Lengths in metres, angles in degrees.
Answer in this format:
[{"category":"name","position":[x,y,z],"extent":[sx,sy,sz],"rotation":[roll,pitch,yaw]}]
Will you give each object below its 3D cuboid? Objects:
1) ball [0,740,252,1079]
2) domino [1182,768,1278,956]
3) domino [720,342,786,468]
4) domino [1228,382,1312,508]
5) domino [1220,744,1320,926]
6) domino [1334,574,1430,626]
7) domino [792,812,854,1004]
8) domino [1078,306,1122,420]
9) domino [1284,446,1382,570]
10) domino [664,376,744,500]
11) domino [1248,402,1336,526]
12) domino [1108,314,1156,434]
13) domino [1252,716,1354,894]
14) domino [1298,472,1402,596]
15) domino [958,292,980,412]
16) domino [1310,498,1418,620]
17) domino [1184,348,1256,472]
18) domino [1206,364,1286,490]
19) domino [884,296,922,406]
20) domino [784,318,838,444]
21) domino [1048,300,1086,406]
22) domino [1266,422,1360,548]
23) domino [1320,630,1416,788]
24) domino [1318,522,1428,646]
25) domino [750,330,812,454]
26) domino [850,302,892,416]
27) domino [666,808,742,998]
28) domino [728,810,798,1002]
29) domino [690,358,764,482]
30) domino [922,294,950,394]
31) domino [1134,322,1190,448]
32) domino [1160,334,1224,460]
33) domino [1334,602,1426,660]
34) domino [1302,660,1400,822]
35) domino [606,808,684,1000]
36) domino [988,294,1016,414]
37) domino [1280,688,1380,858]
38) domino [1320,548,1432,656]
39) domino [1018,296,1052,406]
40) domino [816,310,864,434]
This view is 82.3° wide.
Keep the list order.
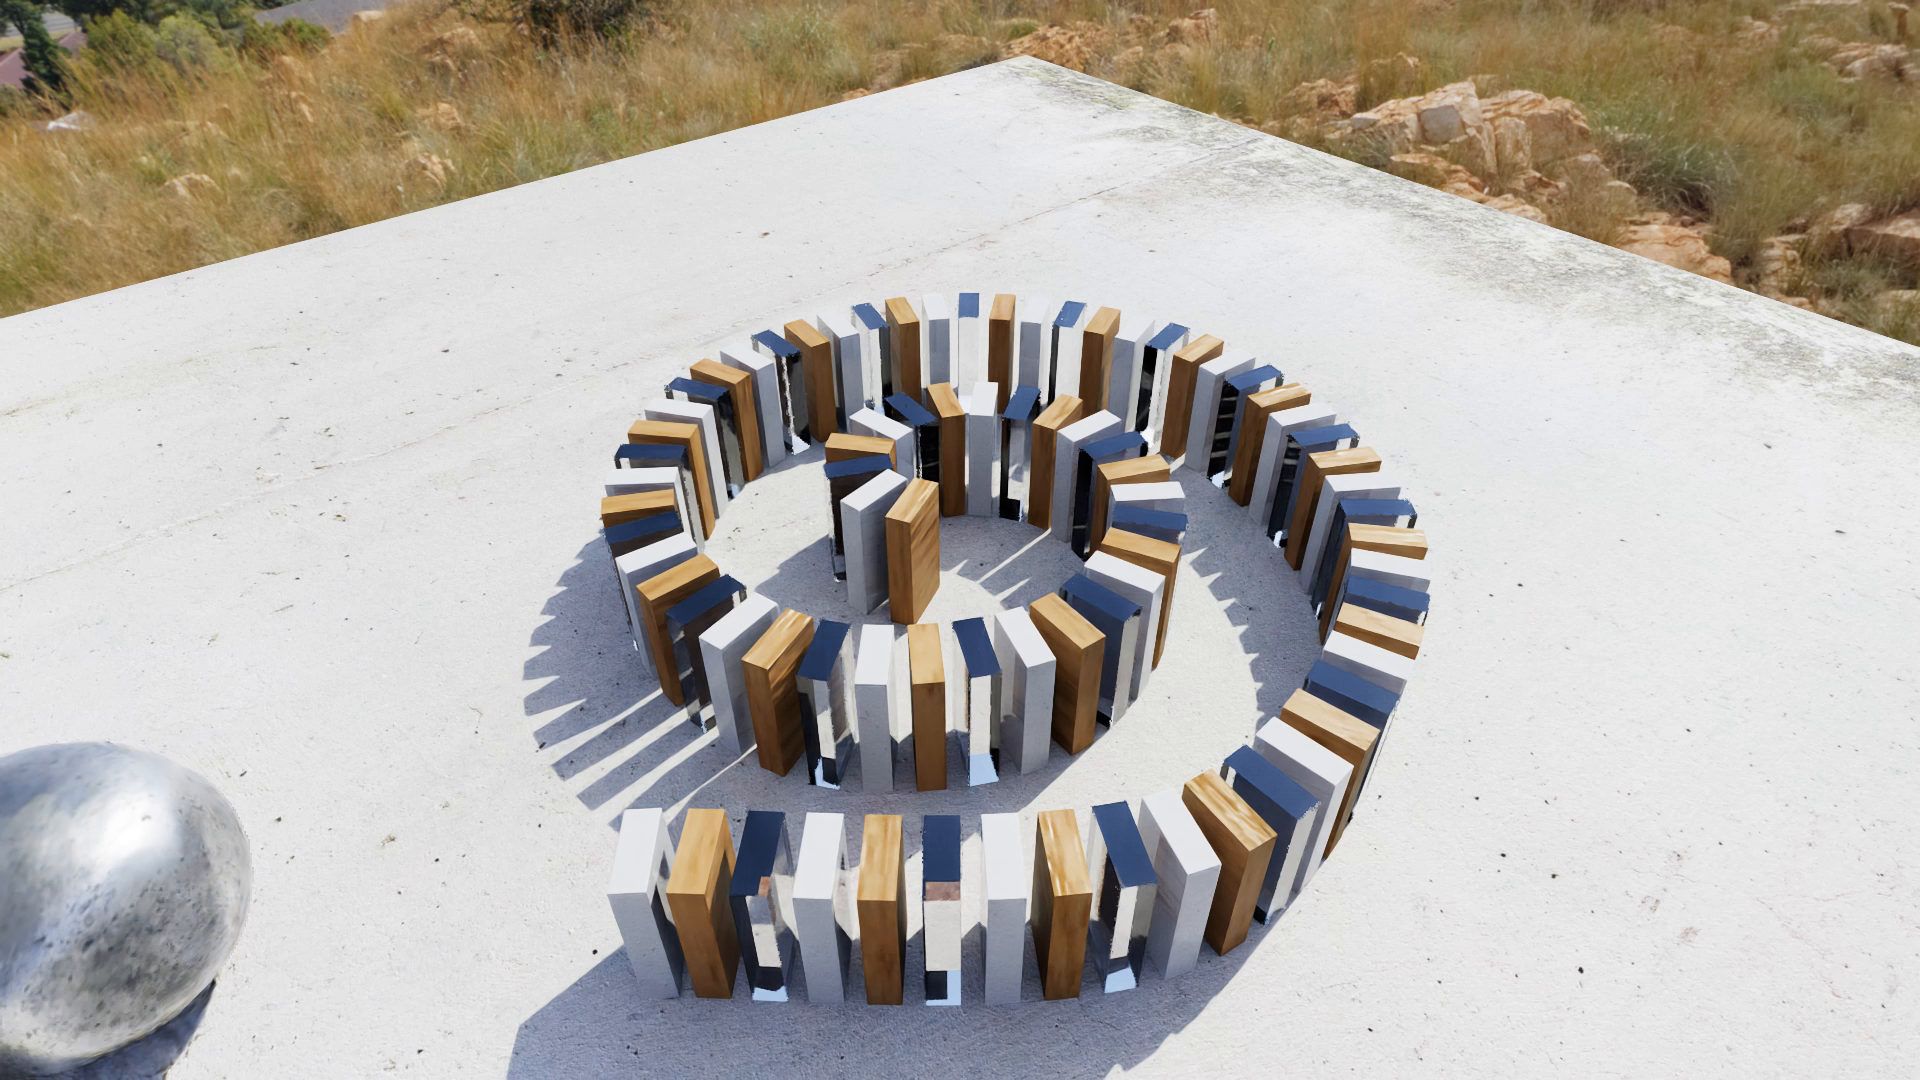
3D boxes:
[{"category":"ball","position":[-0.226,0.091,0.277],"extent":[0.080,0.080,0.080],"rotation":[0,39,0]},{"category":"domino","position":[0.070,0.089,0.303],"extent":[0.010,0.050,0.025],"rotation":[-21,44,-24]},{"category":"domino","position":[-0.091,-0.059,0.484],"extent":[0.025,0.050,0.009],"rotation":[30,48,31]},{"category":"domino","position":[0.129,-0.039,0.460],"extent":[0.025,0.050,0.009],"rotation":[-17,42,-19]},{"category":"domino","position":[0.083,0.084,0.309],"extent":[0.010,0.050,0.025],"rotation":[-27,47,-29]},{"category":"domino","position":[0.137,0.036,0.367],"extent":[0.025,0.050,0.010],"rotation":[15,42,17]},{"category":"domino","position":[-0.035,0.098,0.292],"extent":[0.010,0.050,0.025],"rotation":[1,39,2]},{"category":"domino","position":[0.064,-0.079,0.508],"extent":[0.009,0.050,0.025],"rotation":[15,42,18]},{"category":"domino","position":[0.144,-0.012,0.426],"extent":[0.025,0.050,0.009],"rotation":[-7,40,-9]},{"category":"domino","position":[-0.107,-0.043,0.463],"extent":[0.025,0.050,0.010],"rotation":[14,41,17]},{"category":"domino","position":[0.135,-0.030,0.449],"extent":[0.025,0.050,0.009],"rotation":[-13,41,-16]},{"category":"domino","position":[0.078,-0.075,0.503],"extent":[0.009,0.050,0.025],"rotation":[19,43,22]},{"category":"domino","position":[0.094,0.077,0.318],"extent":[0.025,0.050,0.009],"rotation":[32,49,33]},{"category":"domino","position":[0.146,-0.002,0.414],"extent":[0.025,0.050,0.010],"rotation":[-4,39,-5]},{"category":"domino","position":[0.004,-0.088,0.519],"extent":[0.010,0.050,0.025],"rotation":[1,39,1]},{"category":"domino","position":[0.147,0.008,0.402],"extent":[0.025,0.050,0.010],"rotation":[0,39,0]},{"category":"domino","position":[0.113,-0.056,0.480],"extent":[0.025,0.050,0.010],"rotation":[-26,46,-28]},{"category":"domino","position":[0.122,-0.048,0.470],"extent":[0.025,0.050,0.010],"rotation":[-20,44,-23]},{"category":"domino","position":[-0.026,-0.085,0.515],"extent":[0.009,0.050,0.025],"rotation":[-12,41,-14]},{"category":"domino","position":[-0.068,-0.072,0.499],"extent":[0.010,0.050,0.025],"rotation":[-24,45,-26]},{"category":"domino","position":[0.049,-0.083,0.512],"extent":[0.010,0.050,0.025],"rotation":[12,41,14]},{"category":"domino","position":[0.140,-0.021,0.437],"extent":[0.025,0.050,0.009],"rotation":[-10,40,-12]},{"category":"domino","position":[0.123,0.054,0.346],"extent":[0.025,0.050,0.010],"rotation":[21,44,24]},{"category":"domino","position":[0.146,0.018,0.390],"extent":[0.025,0.050,0.009],"rotation":[6,40,7]},{"category":"domino","position":[-0.080,-0.066,0.492],"extent":[0.009,0.050,0.025],"rotation":[-29,47,-30]},{"category":"domino","position":[-0.041,-0.082,0.511],"extent":[0.009,0.050,0.025],"rotation":[-16,42,-19]},{"category":"domino","position":[-0.066,0.097,0.293],"extent":[0.009,0.050,0.025],"rotation":[1,39,2]},{"category":"domino","position":[-0.051,0.098,0.292],"extent":[0.010,0.050,0.025],"rotation":[2,39,2]},{"category":"domino","position":[-0.100,-0.051,0.474],"extent":[0.025,0.050,0.010],"rotation":[21,44,24]},{"category":"domino","position":[-0.011,-0.087,0.518],"extent":[0.009,0.050,0.025],"rotation":[-6,40,-7]},{"category":"domino","position":[0.091,-0.070,0.497],"extent":[0.009,0.050,0.025],"rotation":[24,45,26]},{"category":"domino","position":[0.103,-0.064,0.489],"extent":[0.009,0.050,0.025],"rotation":[31,48,32]},{"category":"domino","position":[0.130,0.045,0.356],"extent":[0.025,0.050,0.010],"rotation":[18,43,21]},{"category":"domino","position":[0.114,0.062,0.336],"extent":[0.025,0.050,0.009],"rotation":[24,45,27]},{"category":"domino","position":[-0.082,0.097,0.293],"extent":[0.009,0.050,0.025],"rotation":[-2,39,-3]},{"category":"domino","position":[0.019,-0.087,0.518],"extent":[0.010,0.050,0.025],"rotation":[5,40,6]},{"category":"domino","position":[0.105,0.070,0.326],"extent":[0.025,0.050,0.009],"rotation":[28,47,30]},{"category":"domino","position":[0.142,0.027,0.378],"extent":[0.025,0.050,0.010],"rotation":[11,41,13]},{"category":"domino","position":[0.035,-0.085,0.516],"extent":[0.010,0.050,0.025],"rotation":[9,40,11]},{"category":"domino","position":[-0.055,-0.077,0.506],"extent":[0.010,0.050,0.025],"rotation":[-20,43,-23]}]
